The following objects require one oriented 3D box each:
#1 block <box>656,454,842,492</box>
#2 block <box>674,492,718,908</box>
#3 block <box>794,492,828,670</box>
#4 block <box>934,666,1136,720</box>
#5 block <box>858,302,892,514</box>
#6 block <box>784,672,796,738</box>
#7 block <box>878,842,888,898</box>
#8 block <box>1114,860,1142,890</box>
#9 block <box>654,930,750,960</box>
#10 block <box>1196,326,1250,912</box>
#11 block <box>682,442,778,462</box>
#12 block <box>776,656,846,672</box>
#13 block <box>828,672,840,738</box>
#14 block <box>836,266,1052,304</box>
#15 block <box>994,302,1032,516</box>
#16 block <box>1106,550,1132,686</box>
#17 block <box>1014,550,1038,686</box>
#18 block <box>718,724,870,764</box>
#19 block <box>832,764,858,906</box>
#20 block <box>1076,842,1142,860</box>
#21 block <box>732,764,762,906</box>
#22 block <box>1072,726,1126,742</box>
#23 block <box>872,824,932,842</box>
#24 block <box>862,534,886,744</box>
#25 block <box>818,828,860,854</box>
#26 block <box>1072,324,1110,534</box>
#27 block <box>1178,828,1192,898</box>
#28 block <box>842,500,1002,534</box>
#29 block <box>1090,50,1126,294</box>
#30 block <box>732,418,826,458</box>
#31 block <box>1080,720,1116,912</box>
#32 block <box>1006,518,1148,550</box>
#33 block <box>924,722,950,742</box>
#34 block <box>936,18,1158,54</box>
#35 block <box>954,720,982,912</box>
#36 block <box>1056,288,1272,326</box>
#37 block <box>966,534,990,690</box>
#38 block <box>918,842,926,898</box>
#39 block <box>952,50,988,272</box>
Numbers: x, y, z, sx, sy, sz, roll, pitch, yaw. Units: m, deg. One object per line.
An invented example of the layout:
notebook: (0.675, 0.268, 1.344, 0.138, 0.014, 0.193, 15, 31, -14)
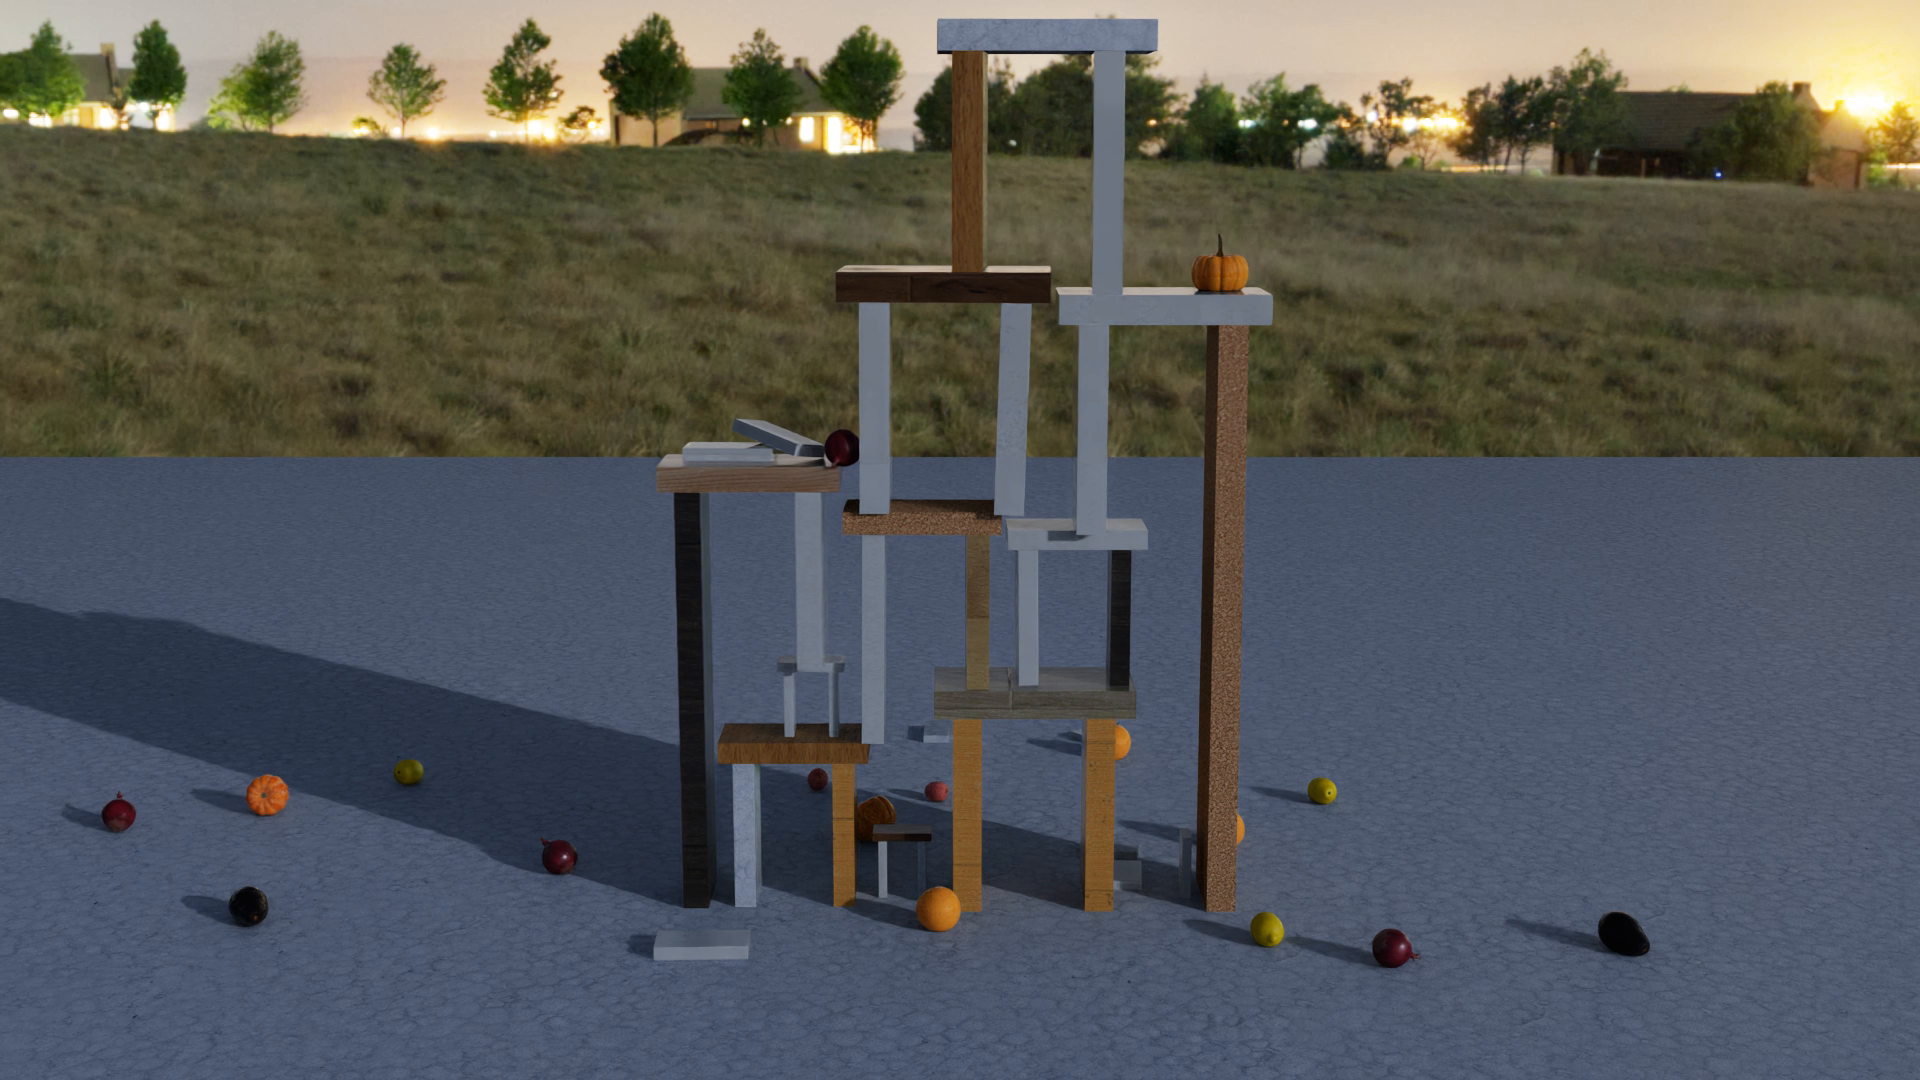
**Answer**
block: (-0.335, -0.108, 3.537, 0.288, 0.041, 0.144, 0, 11, -1)
block: (-0.433, 0.251, 3.606, 0.041, 0.690, 0.144, 0, 11, -1)
block: (-0.240, 0.054, 3.568, 0.041, 0.288, 0.144, 0, 11, 0)
block: (0.120, 0.250, 3.601, 0.324, 0.046, 0.162, 0, 11, 0)
block: (-0.134, -0.220, 3.517, 0.047, 0.332, 0.166, 0, 11, 0)
block: (-0.279, 0.263, 3.610, 0.015, 0.109, 0.054, 0, 11, 0)
block: (-0.128, 0.541, 3.665, 0.014, 0.097, 0.049, 0, 11, 0)
block: (0.282, 0.569, 3.739, 0.053, 0.015, 0.105, 1, 11, 4)
block: (-0.399, 0.628, 3.410, 0.144, 0.020, 0.072, 0, 11, -2)
block: (0.425, 0.121, 3.578, 0.047, 0.955, 0.165, 0, 11, 0)
block: (-0.372, -0.143, 3.560, 0.144, 0.020, 0.072, 0, 11, 2)
block: (-0.243, 0.202, 3.598, 0.109, 0.015, 0.054, 0, 11, 1)
block: (-0.206, 0.263, 3.609, 0.015, 0.109, 0.054, 0, 11, -1)
block: (-0.023, -0.405, 3.476, 0.332, 0.047, 0.166, 0, 10, 2)
block: (0.084, -0.217, 3.504, 0.047, 0.332, 0.166, 2, 11, 1)
block: (0.259, 0.116, 3.586, 0.032, 0.223, 0.112, 0, 11, 1)
block: (0.108, 0.115, 3.587, 0.032, 0.223, 0.112, -1, 11, -2)
block: (-0.271, 0.335, 3.619, 0.243, 0.034, 0.122, 0, 11, 0)
block: (-0.190, 0.471, 3.645, 0.034, 0.243, 0.122, 0, 11, 0)
block: (0.262, 0.545, 3.870, 0.105, 0.015, 0.053, 2, 11, 13)
block: (-0.352, 0.471, 3.645, 0.034, 0.243, 0.122, 0, 11, 0)
block: (0.291, 0.407, 4.616, 0.104, 0.015, 0.052, -6, 12, -31)
block: (-0.096, 0.487, 3.655, 0.097, 0.014, 0.049, 0, 11, 0)
block: (-0.140, 0.149, 3.584, 0.036, 0.344, 0.126, 1, 11, 0)
block: (-0.216, 0.535, 3.926, 0.052, 0.015, 0.104, -3, 11, -17)
block: (0.207, -0.186, 3.520, 0.047, 0.330, 0.165, 0, 11, 0)
block: (0.375, 0.538, 3.661, 0.015, 0.105, 0.053, 0, 11, 0)
block: (-0.059, -0.037, 3.543, 0.252, 0.036, 0.126, 0, 11, 1)
block: (0.231, -0.577, 3.454, 0.047, 0.369, 0.167, 0, 11, 2)
block: (-0.294, -0.166, 3.574, 0.144, 0.020, 0.072, 23, 13, 36)
block: (0.227, 0.431, 3.636, 0.046, 0.324, 0.162, 0, 11, 0)
block: (0.187, -0.010, 3.562, 0.223, 0.032, 0.112, 0, 11, -1)
block: (-0.049, 0.405, 4.626, 0.052, 0.015, 0.104, 0, 11, 1)
block: (0.132, -0.781, 3.413, 0.334, 0.047, 0.167, 0, 11, -1)
block: (0.012, 0.431, 3.635, 0.046, 0.324, 0.162, 0, 11, 0)
block: (0.319, -0.371, 3.486, 0.330, 0.047, 0.165, 0, 11, 0)
block: (0.028, 0.104, 3.569, 0.036, 0.252, 0.126, 0, 11, -1)
block: (-0.063, 0.541, 3.665, 0.014, 0.097, 0.049, 0, 11, 0)
block: (0.016, -0.592, 3.441, 0.047, 0.334, 0.167, 1, 11, 3)
